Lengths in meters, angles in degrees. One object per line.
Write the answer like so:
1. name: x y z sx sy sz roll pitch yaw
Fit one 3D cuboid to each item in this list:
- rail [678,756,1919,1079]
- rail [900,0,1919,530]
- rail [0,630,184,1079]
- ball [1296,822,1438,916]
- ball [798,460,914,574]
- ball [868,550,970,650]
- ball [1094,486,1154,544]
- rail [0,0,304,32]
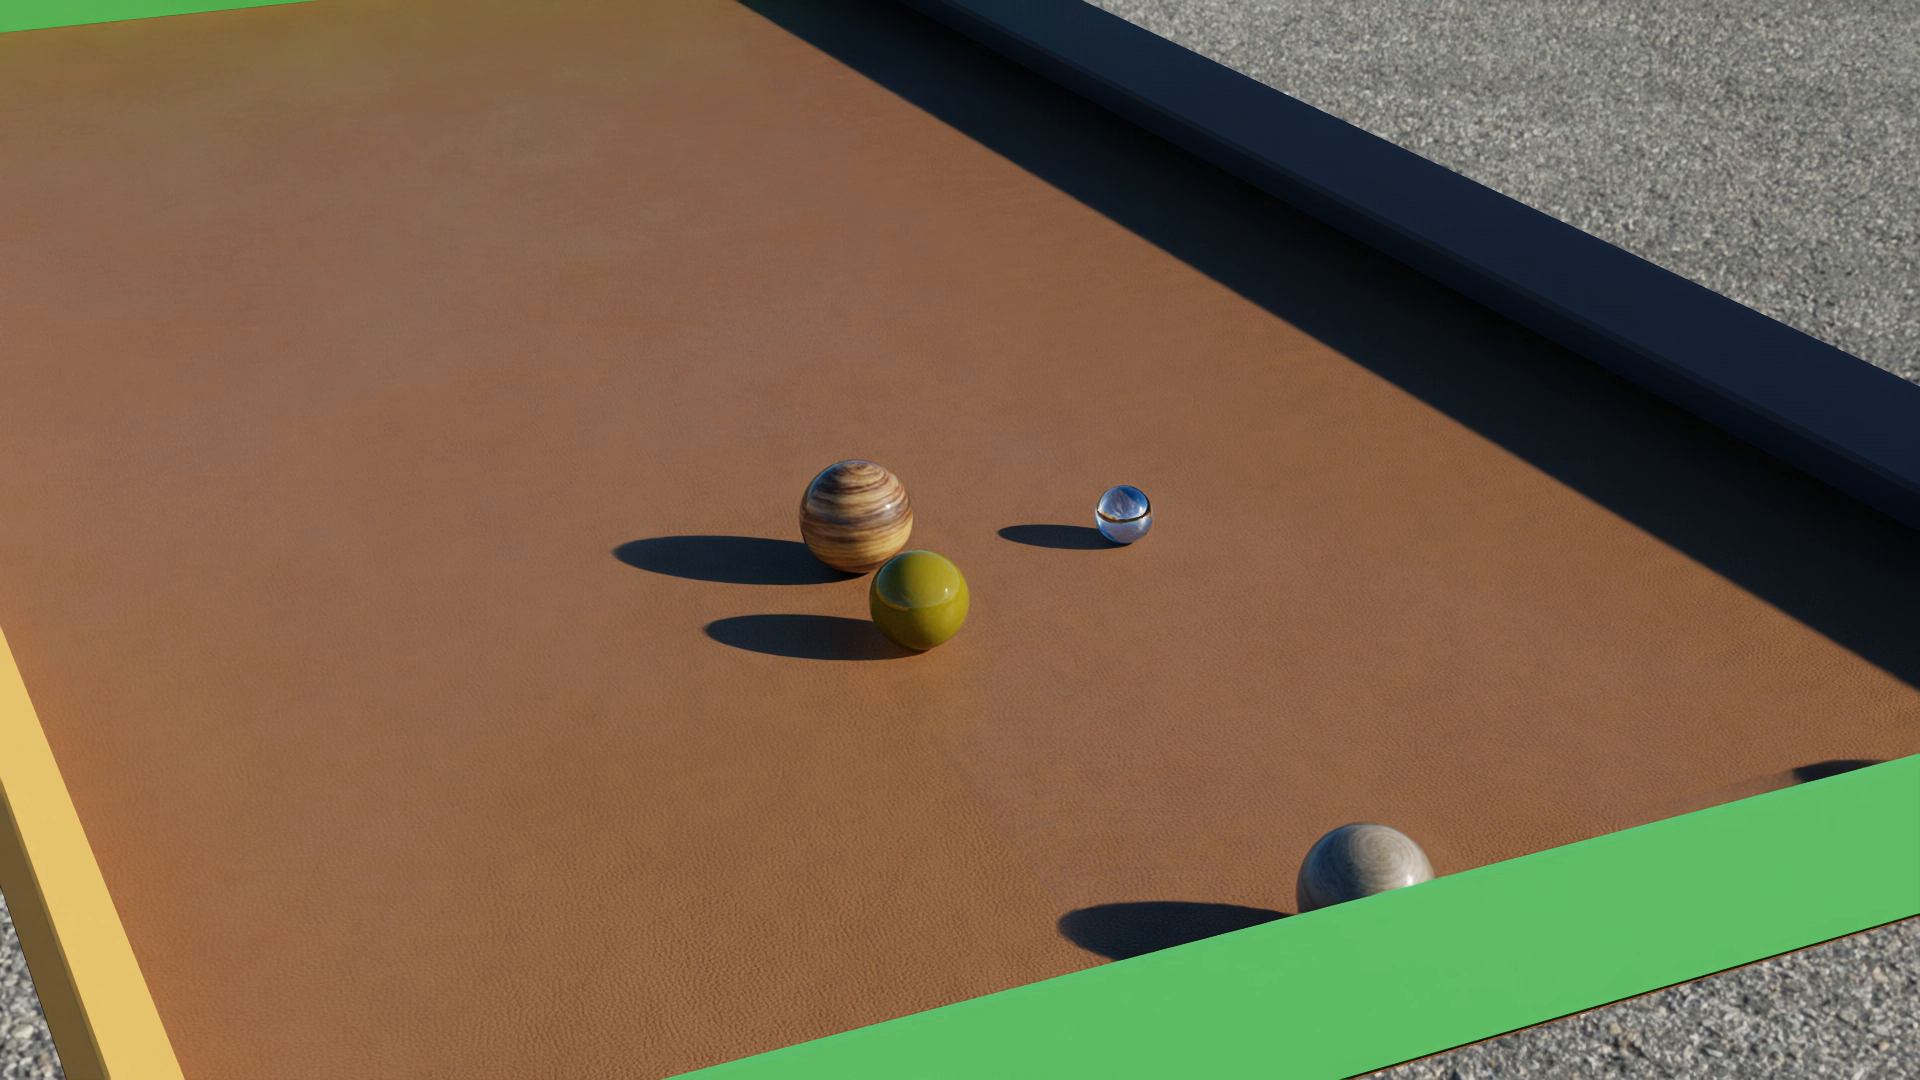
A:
1. rail: 0.282 0.221 1.646 1.448 0.112 0.045 -11 26 -23
2. rail: 0.340 -0.390 3.031 0.045 0.112 2.734 -11 26 -23
3. rail: -0.925 -0.148 2.483 0.045 0.112 2.734 -11 26 -23
4. ball: 0.238 0.206 1.720 0.083 0.083 0.083 0 24 0
5. ball: -0.079 -0.018 2.222 0.087 0.087 0.087 0 24 0
6. ball: -0.029 0.043 2.103 0.072 0.072 0.072 0 24 0
7. ball: 0.127 -0.020 2.278 0.046 0.046 0.046 0 24 0
8. rail: -0.868 -0.759 3.868 1.448 0.112 0.045 -11 26 -23
